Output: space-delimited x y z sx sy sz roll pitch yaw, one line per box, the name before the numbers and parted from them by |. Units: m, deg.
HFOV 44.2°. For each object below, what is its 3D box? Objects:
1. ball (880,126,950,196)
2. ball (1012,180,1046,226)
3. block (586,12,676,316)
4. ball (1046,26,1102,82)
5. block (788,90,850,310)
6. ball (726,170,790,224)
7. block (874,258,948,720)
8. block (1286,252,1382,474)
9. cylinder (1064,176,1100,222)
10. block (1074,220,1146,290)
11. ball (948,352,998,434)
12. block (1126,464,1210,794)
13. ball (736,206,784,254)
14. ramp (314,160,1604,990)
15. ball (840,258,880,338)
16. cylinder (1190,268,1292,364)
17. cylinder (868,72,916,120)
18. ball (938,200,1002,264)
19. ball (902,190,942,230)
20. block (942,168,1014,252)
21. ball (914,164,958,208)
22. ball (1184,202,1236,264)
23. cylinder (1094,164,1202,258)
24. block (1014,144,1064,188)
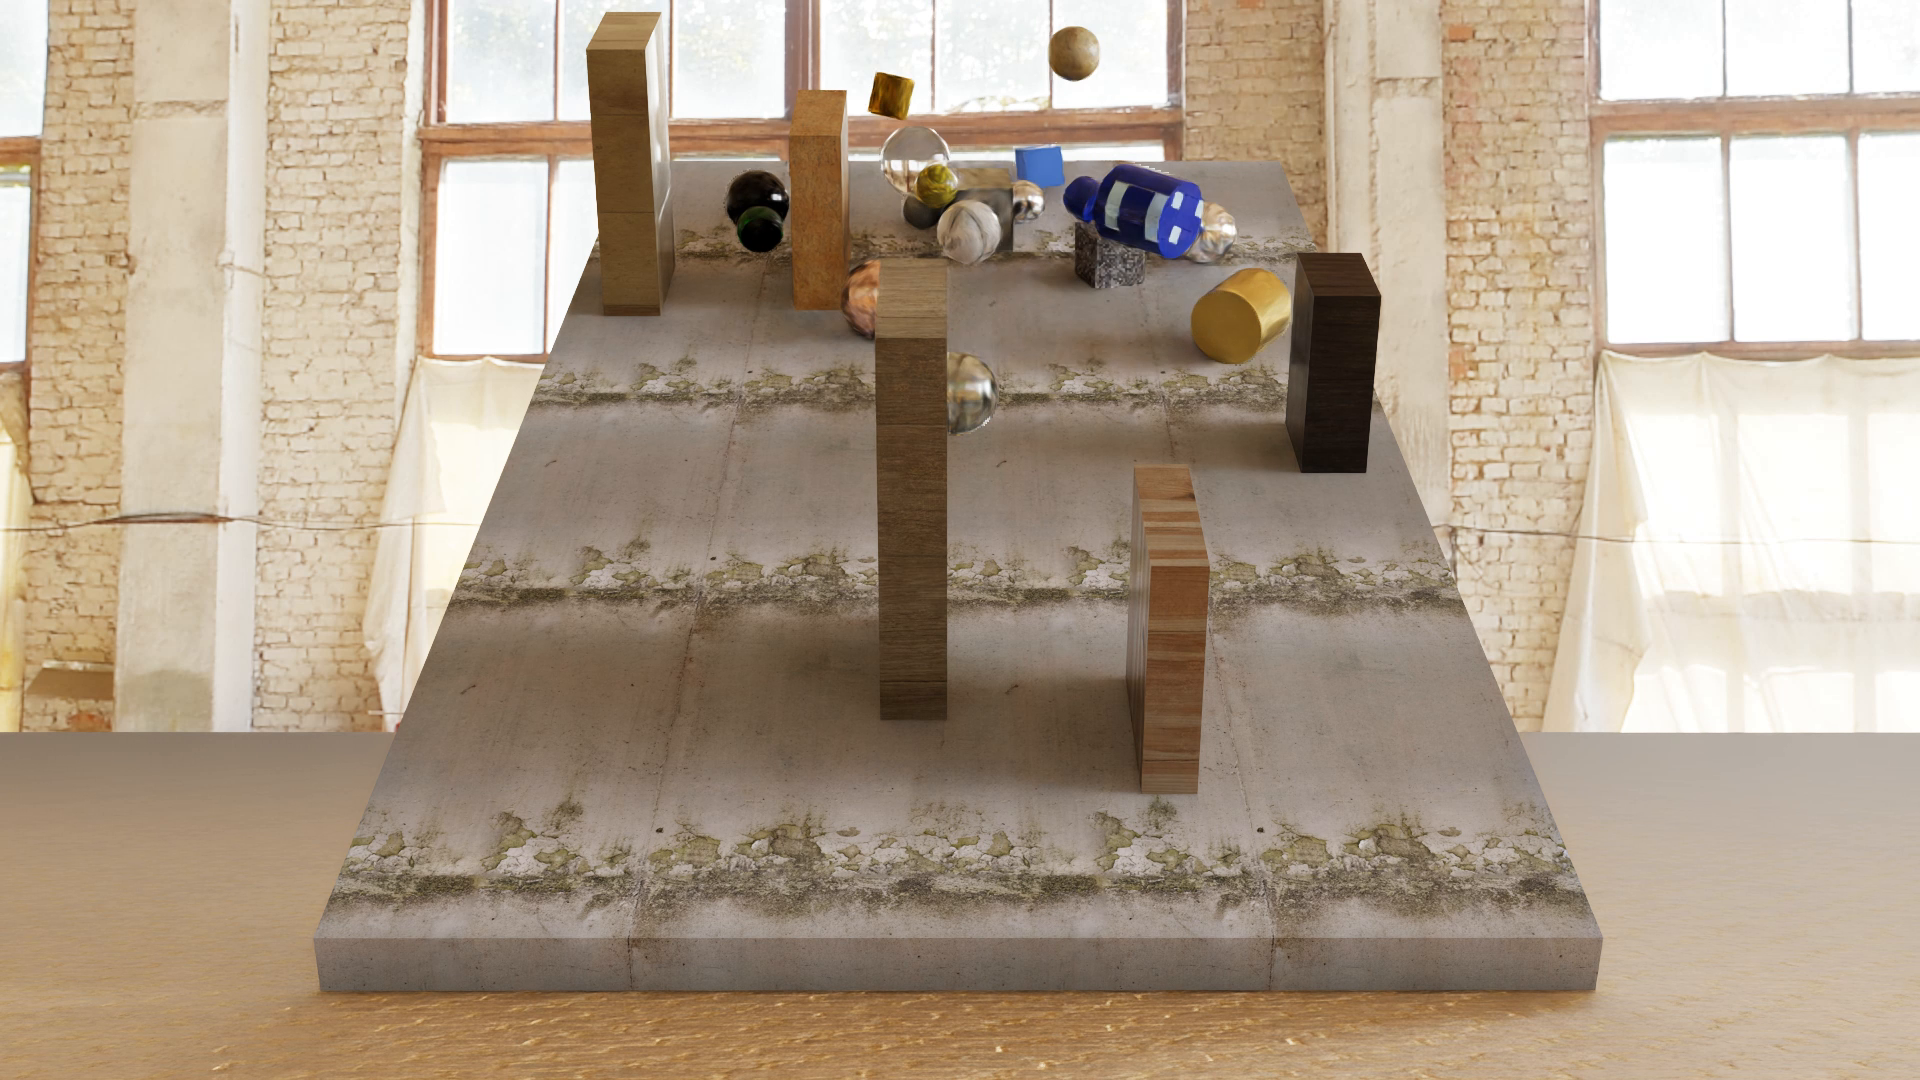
ball | -0.126 -1.076 6.708 0.198 0.198 0.198 0 -4 0
ball | 0.179 -0.955 6.685 0.126 0.126 0.126 0 -4 0
block | -0.840 -0.968 6.070 0.144 0.691 0.377 0 26 0
ball | 0.325 -1.382 6.716 0.157 0.157 0.157 0 -4 0
block | -0.363 -0.892 6.174 0.129 0.465 0.418 0 26 0
ball | -0.567 -0.946 6.607 0.178 0.178 0.178 0 -4 0
block | -0.083 -0.092 4.261 0.120 0.737 0.390 0 26 0
block | 0.823 -0.394 5.236 0.143 0.415 0.274 0 26 0
cylinder | 0.355 -0.909 6.375 0.113 0.113 0.113 3 26 -31
block | 0.398 -0.762 6.282 0.141 0.141 0.141 -10 28 -19
ball | -0.008 -0.335 5.368 0.187 0.187 0.187 0 -4 0
block | 0.357 0.150 4.113 0.096 0.437 0.397 0 26 0
ball | -0.547 -0.851 6.468 0.130 0.130 0.130 0 -4 0
ramp | -0.010 -0.228 5.475 2.000 0.100 4.000 0 26 0
ball | -0.198 -0.601 5.888 0.199 0.199 0.199 0 -4 0
cylinder | 0.692 -0.552 5.806 0.189 0.189 0.189 -3 21 34
cylinder | -0.183 -1.182 6.286 0.109 0.109 0.109 12 12 -3
ball | 0.024 -0.794 6.085 0.164 0.164 0.164 0 -4 0
ball | -0.105 -0.932 6.651 0.114 0.114 0.114 0 -4 0
block | 0.049 -0.912 6.536 0.182 0.182 0.182 -2 26 -4
ball | -0.063 -0.941 6.278 0.115 0.115 0.115 0 -4 0
ball | 0.665 -0.833 6.399 0.165 0.165 0.165 0 -4 0
cylinder | 0.485 -0.847 6.080 0.201 0.201 0.201 23 9 33
block | 0.235 -1.102 6.976 0.112 0.112 0.112 -9 14 -12
